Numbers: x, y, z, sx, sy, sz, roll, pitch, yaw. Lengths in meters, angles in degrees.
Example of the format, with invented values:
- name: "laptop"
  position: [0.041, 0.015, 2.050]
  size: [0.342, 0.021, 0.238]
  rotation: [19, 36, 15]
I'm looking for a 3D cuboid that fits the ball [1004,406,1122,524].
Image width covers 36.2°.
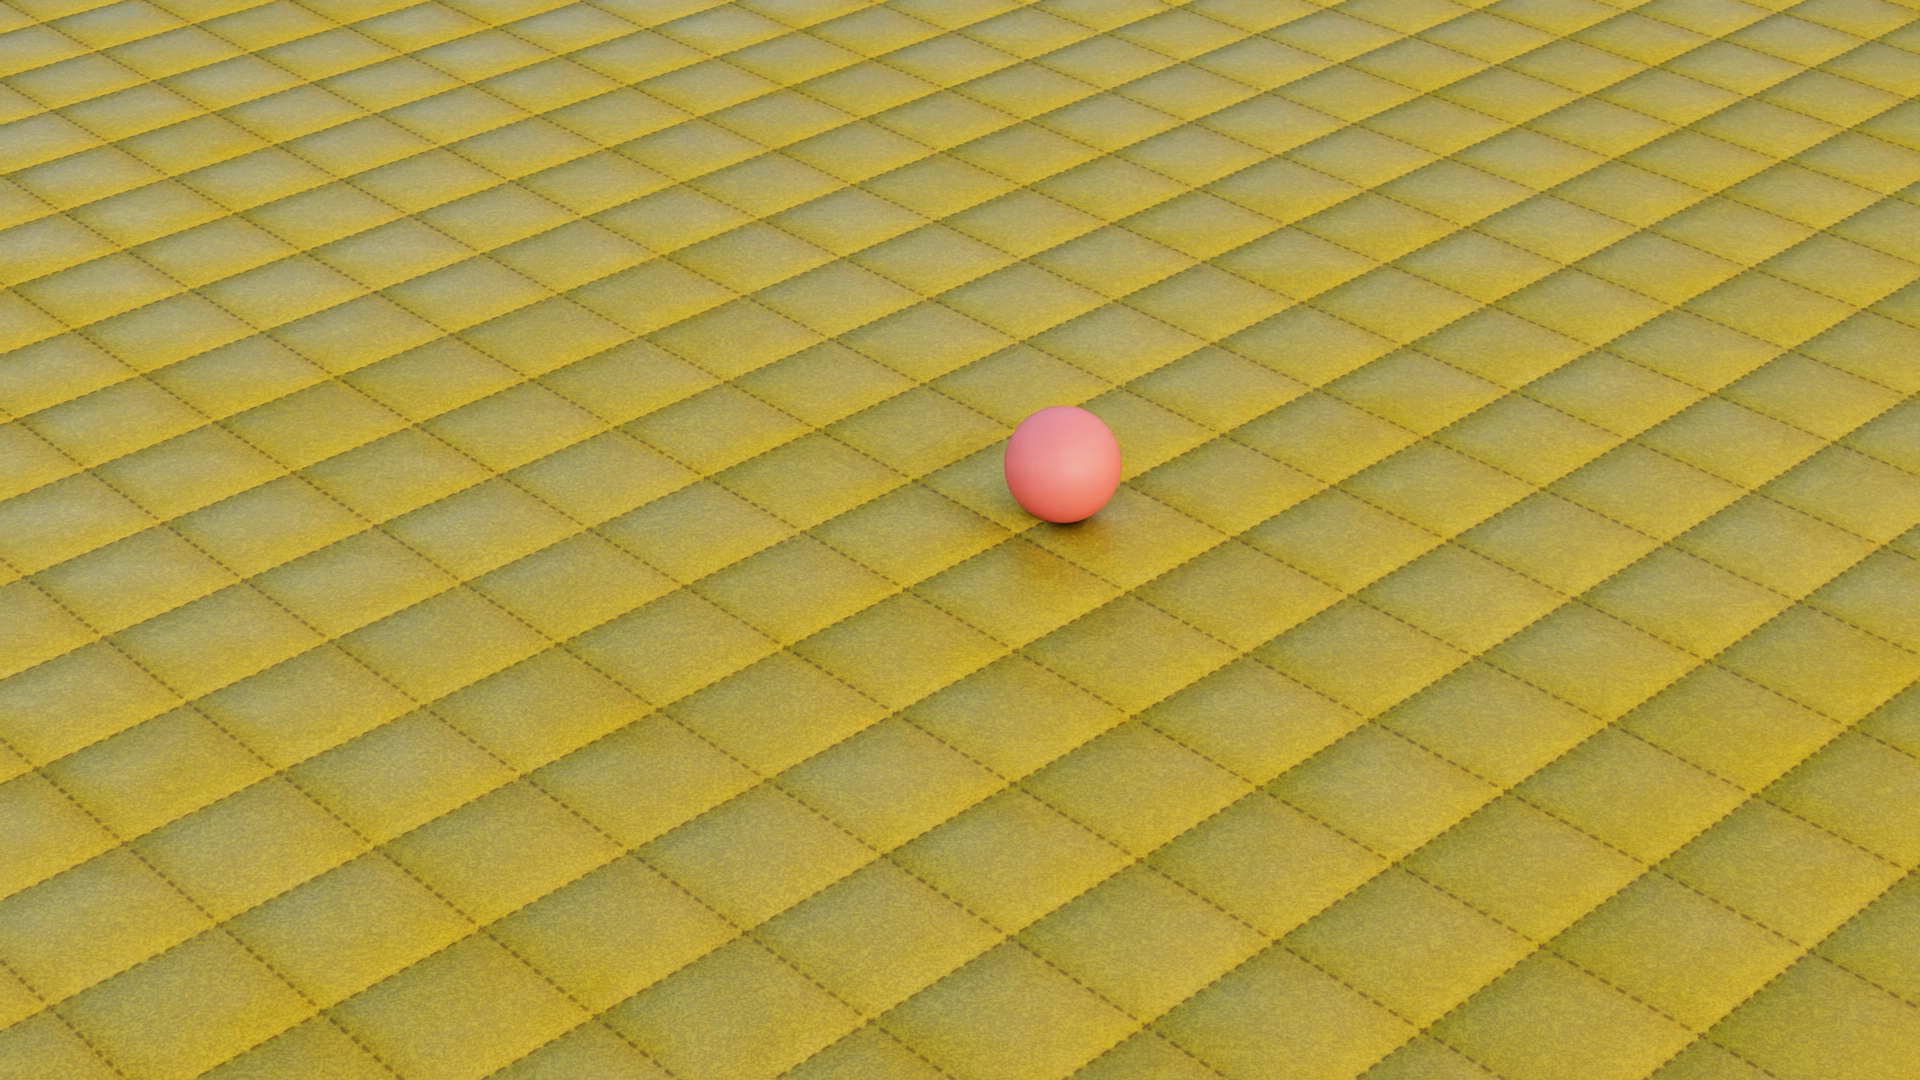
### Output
- name: "ball"
  position: [0.060, -0.044, 1.712]
  size: [0.069, 0.069, 0.069]
  rotation: [0, 31, 0]
